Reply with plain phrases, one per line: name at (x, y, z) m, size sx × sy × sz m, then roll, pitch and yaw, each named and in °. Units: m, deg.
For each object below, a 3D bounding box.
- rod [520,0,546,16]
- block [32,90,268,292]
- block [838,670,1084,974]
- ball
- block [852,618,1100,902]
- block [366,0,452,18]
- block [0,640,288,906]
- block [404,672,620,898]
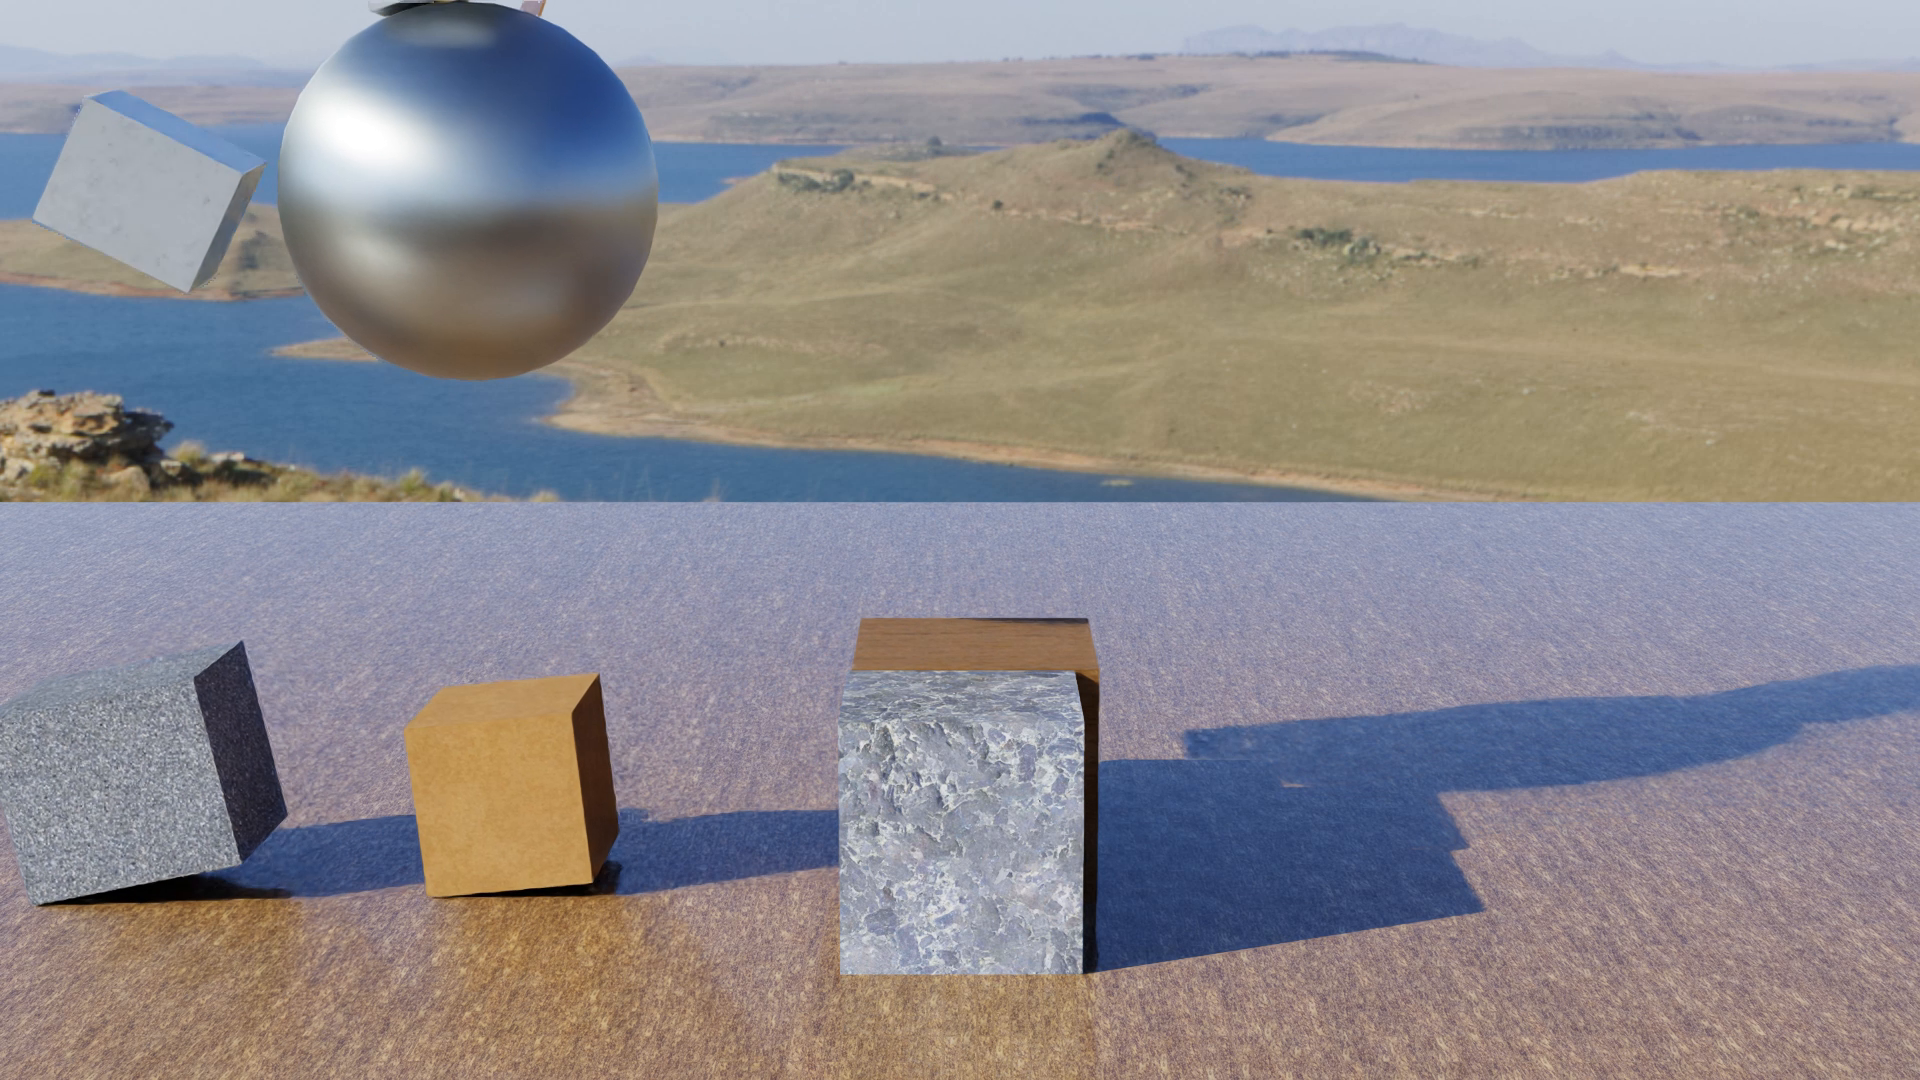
rod at (-0.902, -4.614, 10.342) m, size 0.080 × 5.200 × 0.080 m, roll 20°, pitch 10°, yaw -4°
block at (-3.419, -1.487, 10.877) m, size 0.683 × 0.555 × 0.625 m, roll 26°, pitch 9°, yaw -11°
block at (0.005, 1.133, 10.473) m, size 0.957 × 1.024 × 0.884 m, roll 0°, pitch 10°, yaw 0°
ball at (-2.082, -1.476, 10.912) m, size 1.600 × 1.600 × 1.600 m, roll 0°, pitch 10°, yaw 0°
block at (0.066, 0.958, 11.425) m, size 1.045 × 1.028 × 1.032 m, roll 0°, pitch 10°, yaw 0°
block at (-2.235, -2.566, 10.741) m, size 0.582 × 0.589 × 0.630 m, roll -19°, pitch 7°, yaw 0°
block at (-3.594, 1.007, 11.233) m, size 0.932 × 0.829 × 0.745 m, roll -11°, pitch 10°, yaw 2°
block at (-1.967, 1.074, 11.361) m, size 0.720 × 0.755 × 0.755 m, roll -5°, pitch 10°, yaw 2°
